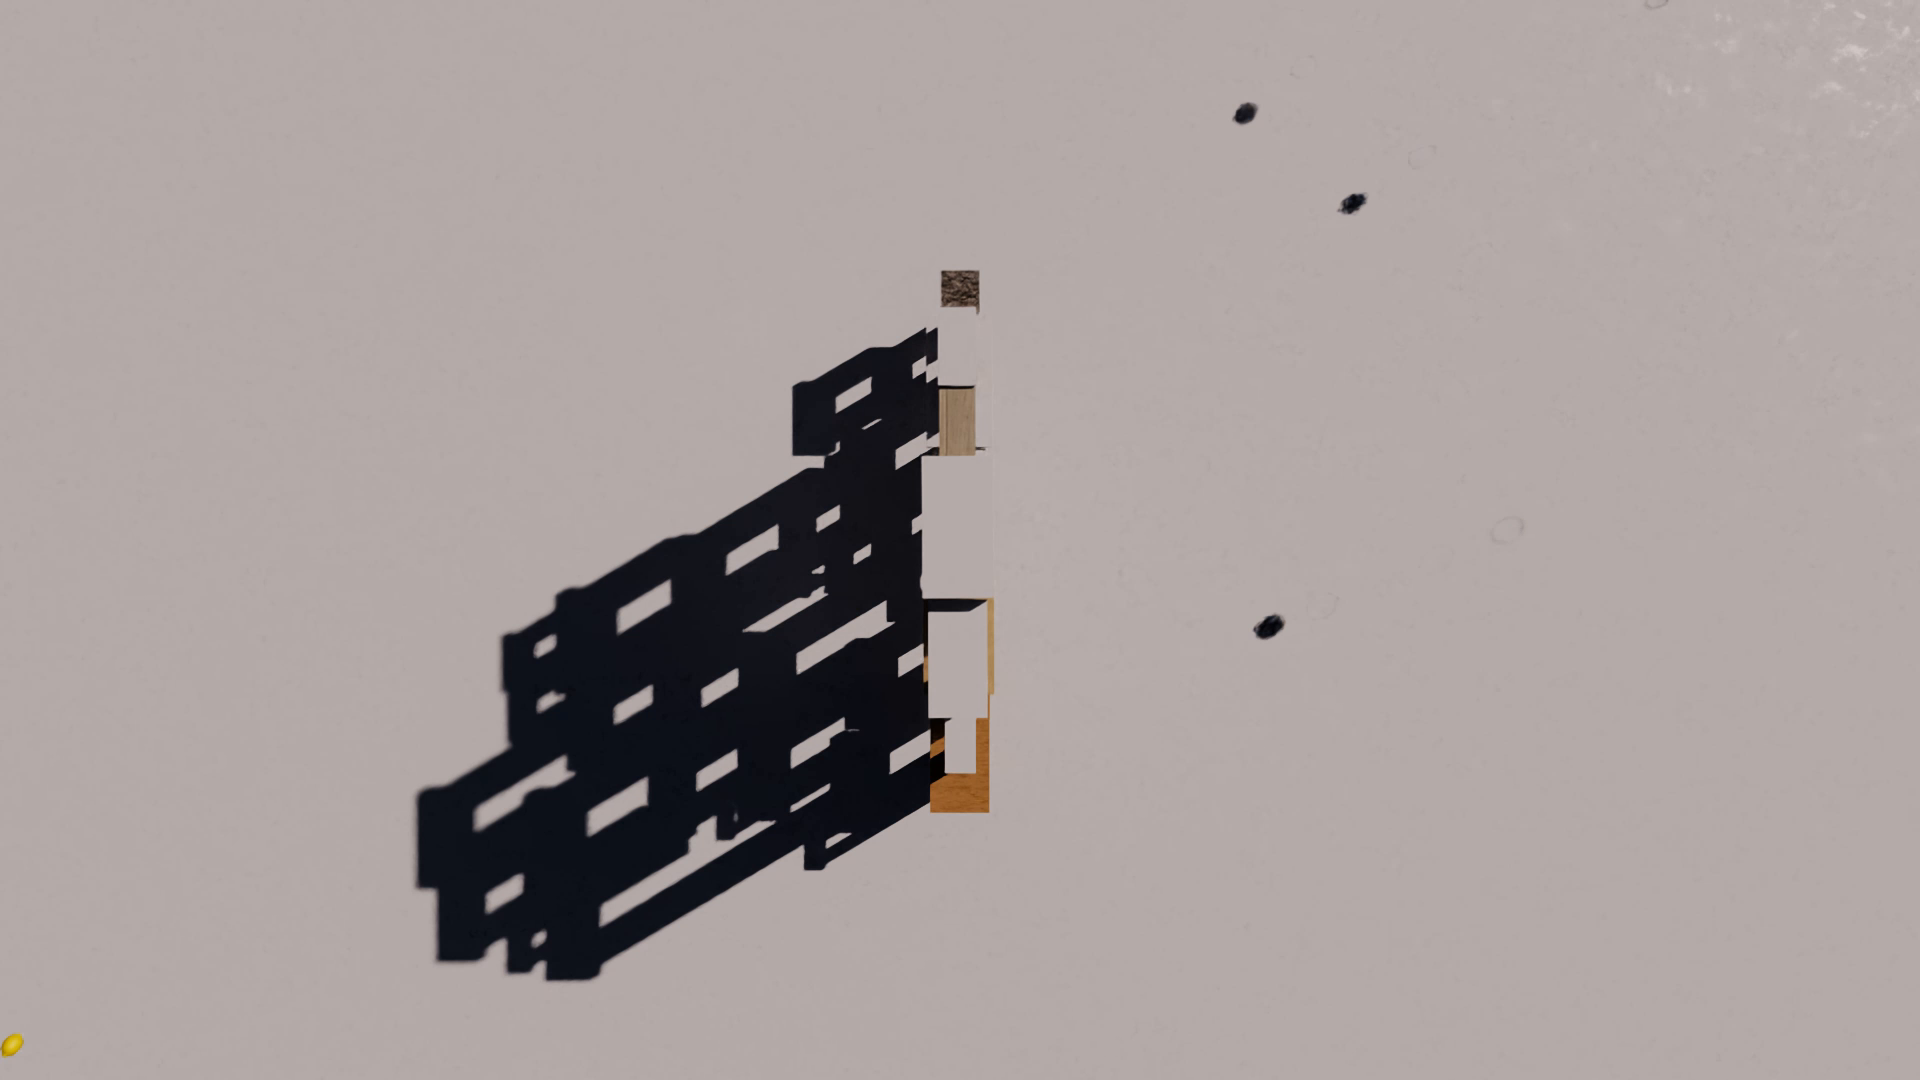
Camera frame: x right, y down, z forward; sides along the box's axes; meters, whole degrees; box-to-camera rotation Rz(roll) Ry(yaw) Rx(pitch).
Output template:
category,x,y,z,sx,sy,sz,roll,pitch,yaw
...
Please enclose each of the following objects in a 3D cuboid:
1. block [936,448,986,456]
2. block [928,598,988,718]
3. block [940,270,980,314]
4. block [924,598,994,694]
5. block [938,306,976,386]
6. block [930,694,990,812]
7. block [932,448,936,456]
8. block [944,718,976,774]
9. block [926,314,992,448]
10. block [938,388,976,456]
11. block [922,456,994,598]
category,x,y,z,sx,sy,sz,roll,pitch,yaw
block,0.002,-0.104,4.241,0.130,0.037,0.260,0,90,0
block,-0.005,0.273,3.812,0.136,0.039,0.272,0,90,0
block,0.001,-0.700,5.002,0.116,0.033,0.231,0,90,0
block,-0.003,0.208,4.128,0.176,0.050,0.353,0,90,0
block,-0.007,-0.469,4.004,0.095,0.027,0.189,0,90,0
block,0.000,0.540,4.185,0.149,0.042,0.299,0,90,0
block,-0.002,-0.380,4.613,0.149,0.042,0.298,0,90,0
block,0.001,0.489,4.003,0.075,0.021,0.150,0,90,0
block,-0.002,-0.406,4.230,0.169,0.048,0.338,0,90,0
block,-0.007,-0.283,4.019,0.088,0.025,0.176,0,90,0
block,-0.005,-0.029,3.758,0.161,0.046,0.322,0,90,0
